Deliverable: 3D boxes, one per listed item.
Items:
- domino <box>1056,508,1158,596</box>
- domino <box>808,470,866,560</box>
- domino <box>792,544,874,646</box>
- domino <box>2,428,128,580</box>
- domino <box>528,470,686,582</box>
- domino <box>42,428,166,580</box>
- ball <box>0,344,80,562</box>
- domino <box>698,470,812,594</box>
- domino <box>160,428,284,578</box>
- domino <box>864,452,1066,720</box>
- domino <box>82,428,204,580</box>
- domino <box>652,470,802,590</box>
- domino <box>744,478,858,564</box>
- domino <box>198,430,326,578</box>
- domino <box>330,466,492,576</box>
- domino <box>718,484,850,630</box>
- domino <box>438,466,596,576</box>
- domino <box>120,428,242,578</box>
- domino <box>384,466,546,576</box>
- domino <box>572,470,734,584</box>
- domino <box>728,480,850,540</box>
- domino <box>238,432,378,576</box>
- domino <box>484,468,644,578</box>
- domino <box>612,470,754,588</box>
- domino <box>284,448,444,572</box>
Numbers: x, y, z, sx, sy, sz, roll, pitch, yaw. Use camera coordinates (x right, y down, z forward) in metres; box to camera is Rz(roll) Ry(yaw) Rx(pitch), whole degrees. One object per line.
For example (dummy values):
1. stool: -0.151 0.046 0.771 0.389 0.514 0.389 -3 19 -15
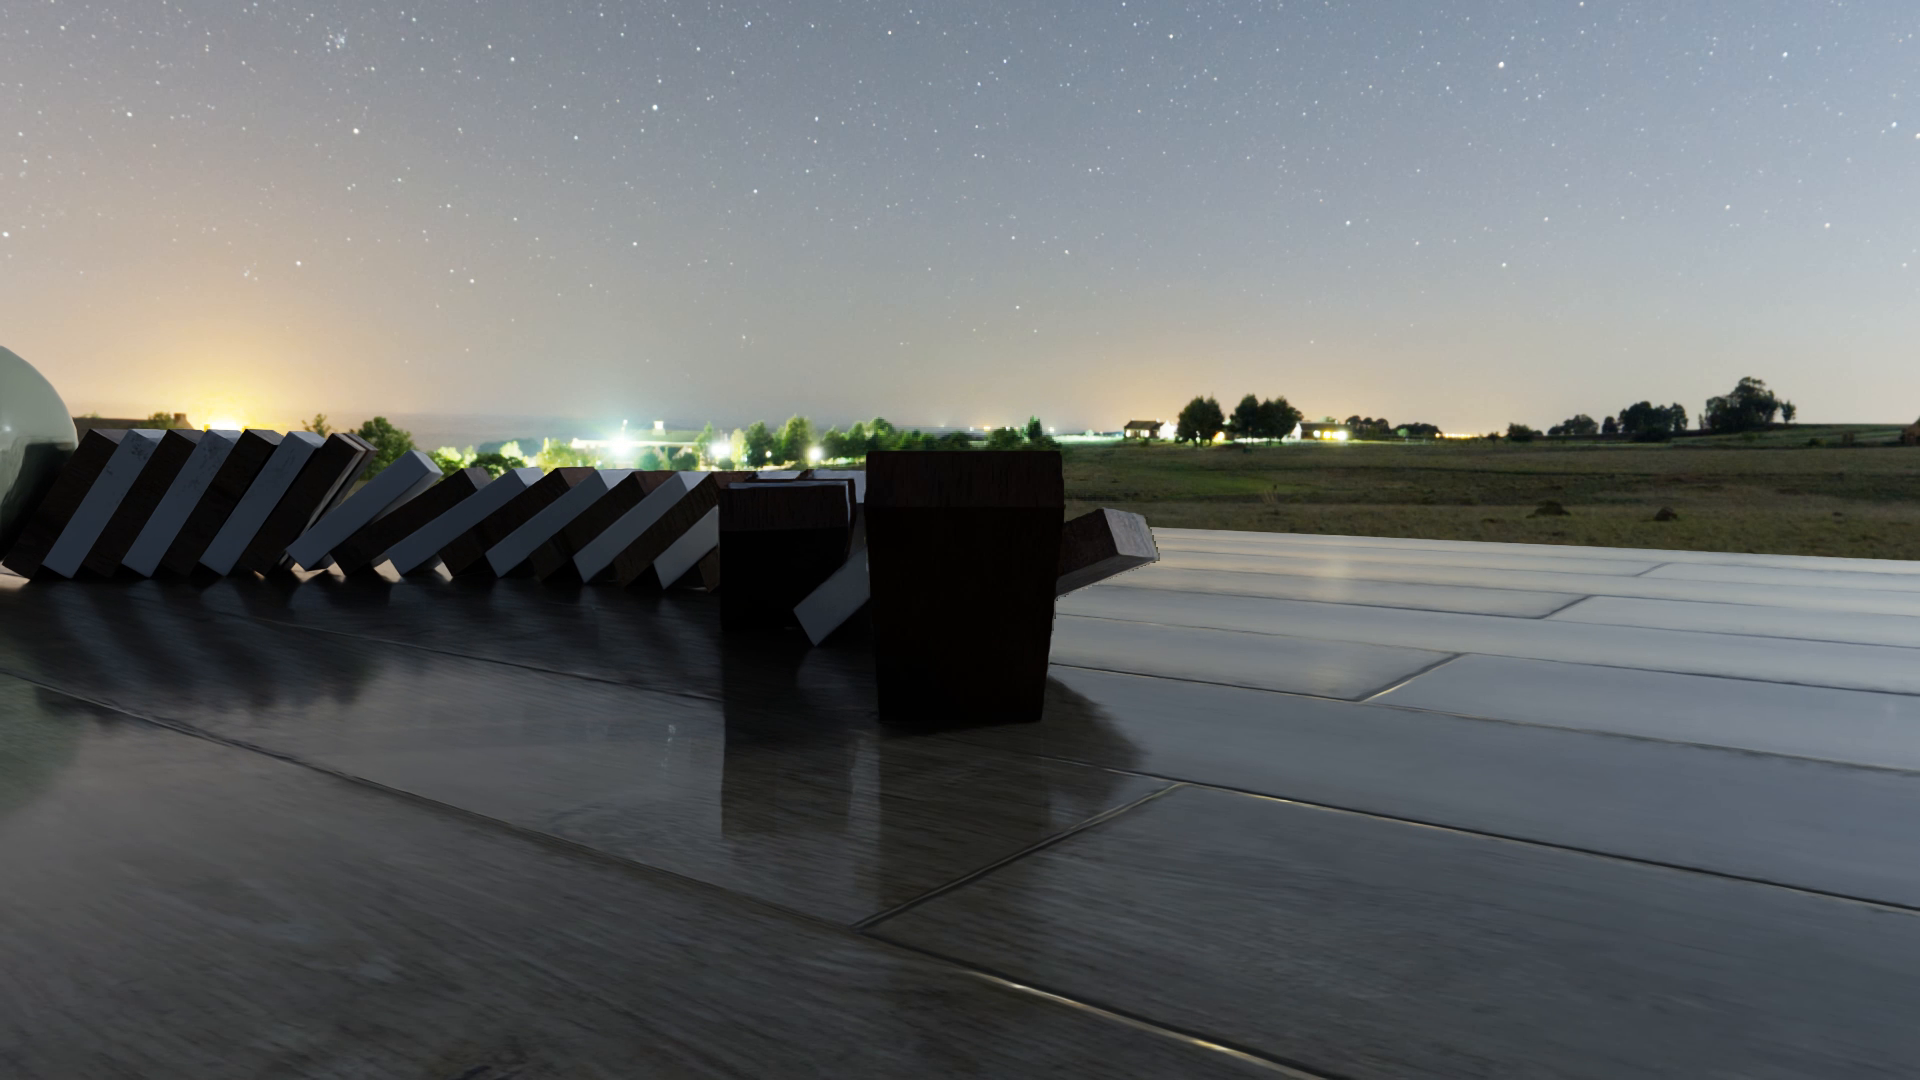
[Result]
1. domino: 0.013 0.007 0.265 0.050 0.009 0.025 -22 -12 23
2. domino: -0.037 -0.001 0.335 0.025 0.009 0.050 -1 -29 -38
3. domino: -0.010 0.003 0.270 0.050 0.009 0.025 -40 -16 27
4. domino: -0.283 -0.012 0.412 0.009 0.050 0.025 32 -2 -11
5. domino: -0.107 -0.005 0.398 0.050 0.009 0.025 -33 -11 25
6. domino: -0.271 -0.012 0.414 0.009 0.050 0.025 32 -2 -11
7. ball: -0.328 -0.028 0.407 0.080 0.080 0.080 0 4 0
8. domino: -0.047 -0.002 0.352 0.050 0.009 0.025 -36 -21 33
9. domino: -0.238 -0.013 0.419 0.010 0.050 0.025 32 -2 -11
10. domino: 0.000 0.008 0.182 0.025 0.009 0.050 0 -40 -1
11. domino: -0.260 -0.012 0.416 0.009 0.050 0.025 32 -2 -11
12. domino: -0.062 -0.002 0.364 0.050 0.009 0.025 -36 -20 33
13. domino: -0.040 0.002 0.311 0.025 0.009 0.050 -1 -28 -12
14. domino: -0.226 -0.012 0.421 0.009 0.050 0.025 34 -2 -11
15. domino: -0.180 -0.007 0.425 0.050 0.010 0.025 -33 7 -3
16. domino: -0.039 0.005 0.274 0.025 0.009 0.050 -2 -26 -11
17. domino: -0.142 -0.006 0.417 0.050 0.010 0.025 -33 -2 11
18. domino: -0.249 -0.012 0.418 0.009 0.050 0.025 32 -2 -11
19. domino: -0.161 -0.007 0.423 0.050 0.009 0.025 -32 3 3
20. domino: -0.091 -0.004 0.389 0.050 0.010 0.025 -34 -13 27
21. domino: -0.040 0.003 0.292 0.025 0.010 0.050 -2 -26 -12
22. domino: -0.214 -0.012 0.423 0.009 0.050 0.025 36 -2 -10
23. domino: -0.124 -0.005 0.409 0.050 0.010 0.025 -33 -7 18
24. domino: -0.076 -0.003 0.376 0.050 0.009 0.025 -36 -17 32
25. domino: -0.197 -0.010 0.427 0.050 0.009 0.025 -41 8 -9
